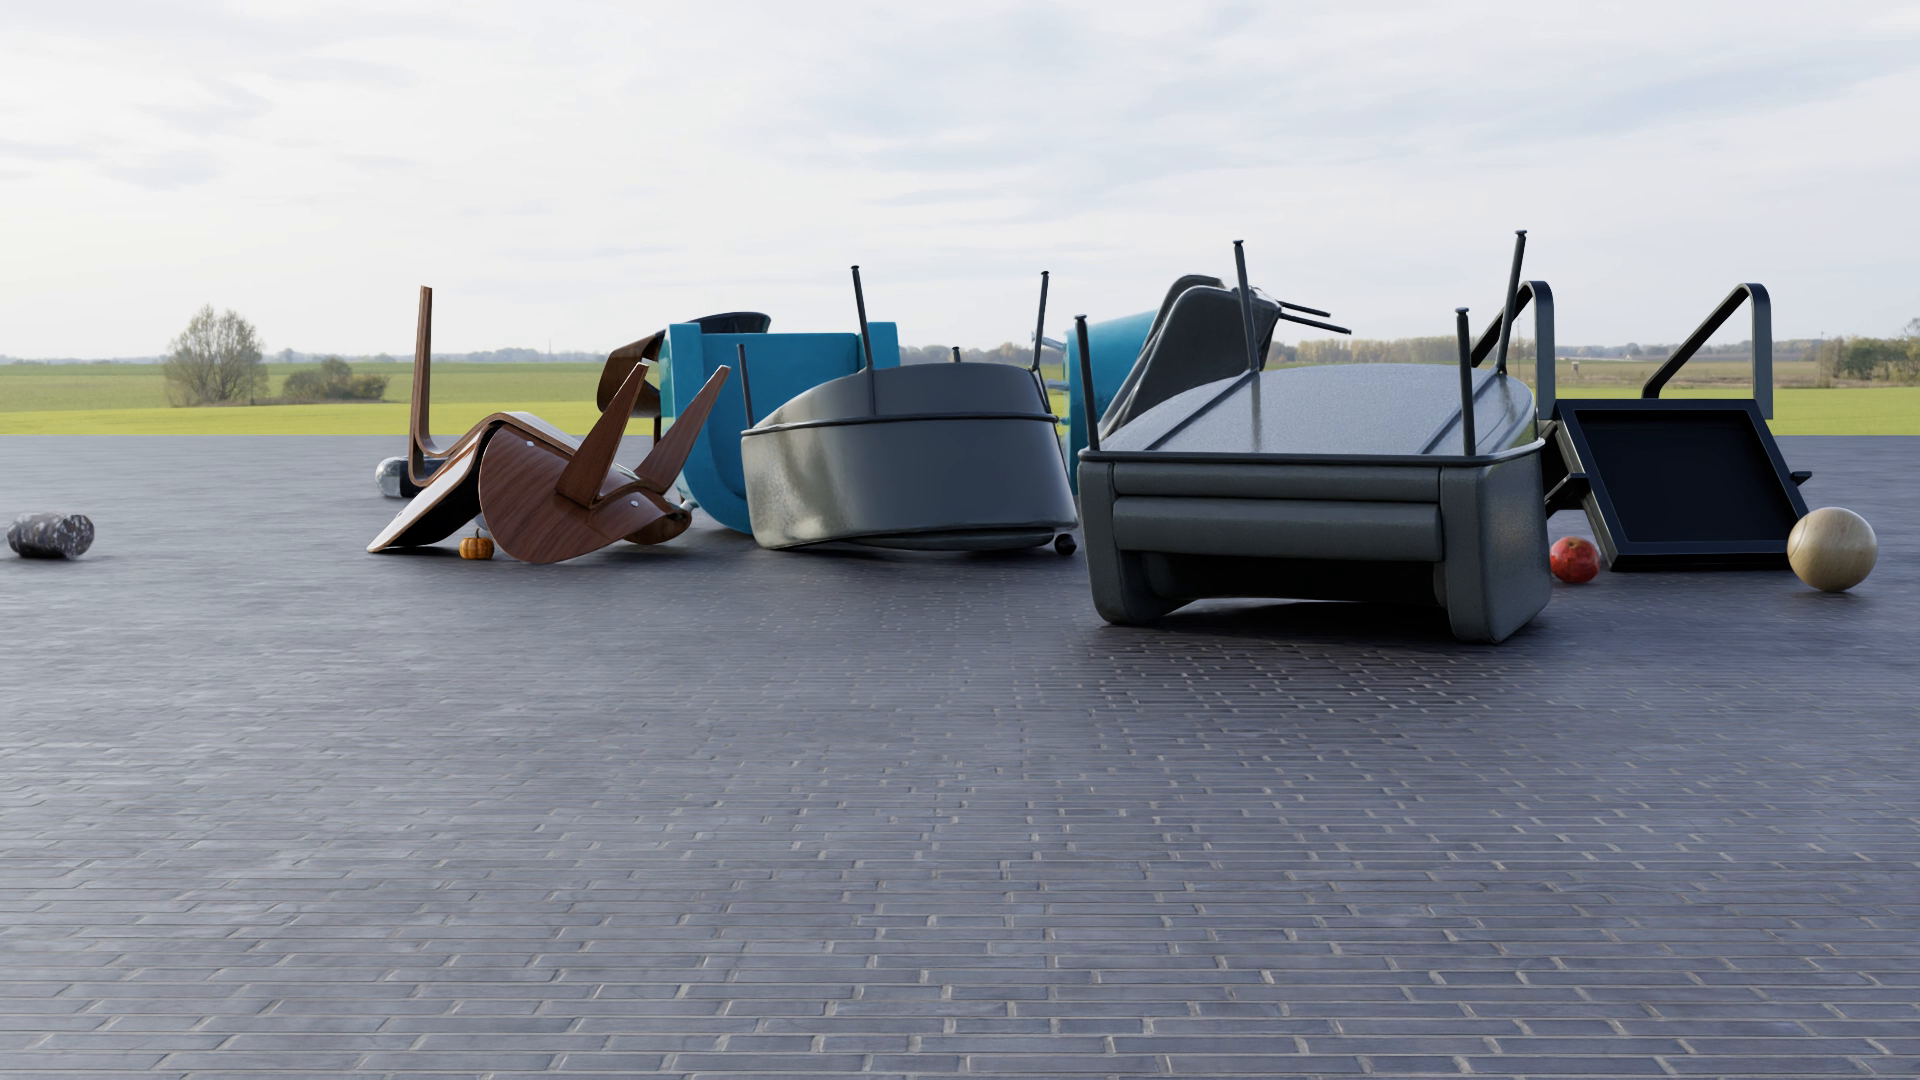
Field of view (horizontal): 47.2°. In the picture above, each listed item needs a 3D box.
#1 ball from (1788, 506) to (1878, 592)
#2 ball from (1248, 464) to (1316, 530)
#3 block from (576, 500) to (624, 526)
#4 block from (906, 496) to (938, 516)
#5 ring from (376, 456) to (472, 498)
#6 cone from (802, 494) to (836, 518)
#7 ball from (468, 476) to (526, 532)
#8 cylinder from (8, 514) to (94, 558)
[{"bbox_3d":[1.935,0.020,4.879,0.188,0.188,0.188,0,4,0],"label":"ball"},{"bbox_3d":[1.021,-0.136,6.974,0.213,0.213,0.213,0,4,0],"label":"ball"},{"bbox_3d":[-1.195,-0.091,7.293,0.131,0.078,0.154,0,4,1],"label":"block"},{"bbox_3d":[-0.138,-0.126,7.909,0.079,0.064,0.115,-2,4,-25],"label":"block"},{"bbox_3d":[-2.252,-0.266,9.246,0.402,0.165,0.387,-3,6,-25],"label":"ring"},{"bbox_3d":[-0.516,-0.099,7.684,0.095,0.094,0.162,-34,18,-30],"label":"cone"},{"bbox_3d":[-1.444,-0.112,6.865,0.179,0.179,0.179,0,4,0],"label":"ball"},{"bbox_3d":[-2.440,-0.013,5.904,0.172,0.113,0.134,2,18,23],"label":"cylinder"}]
